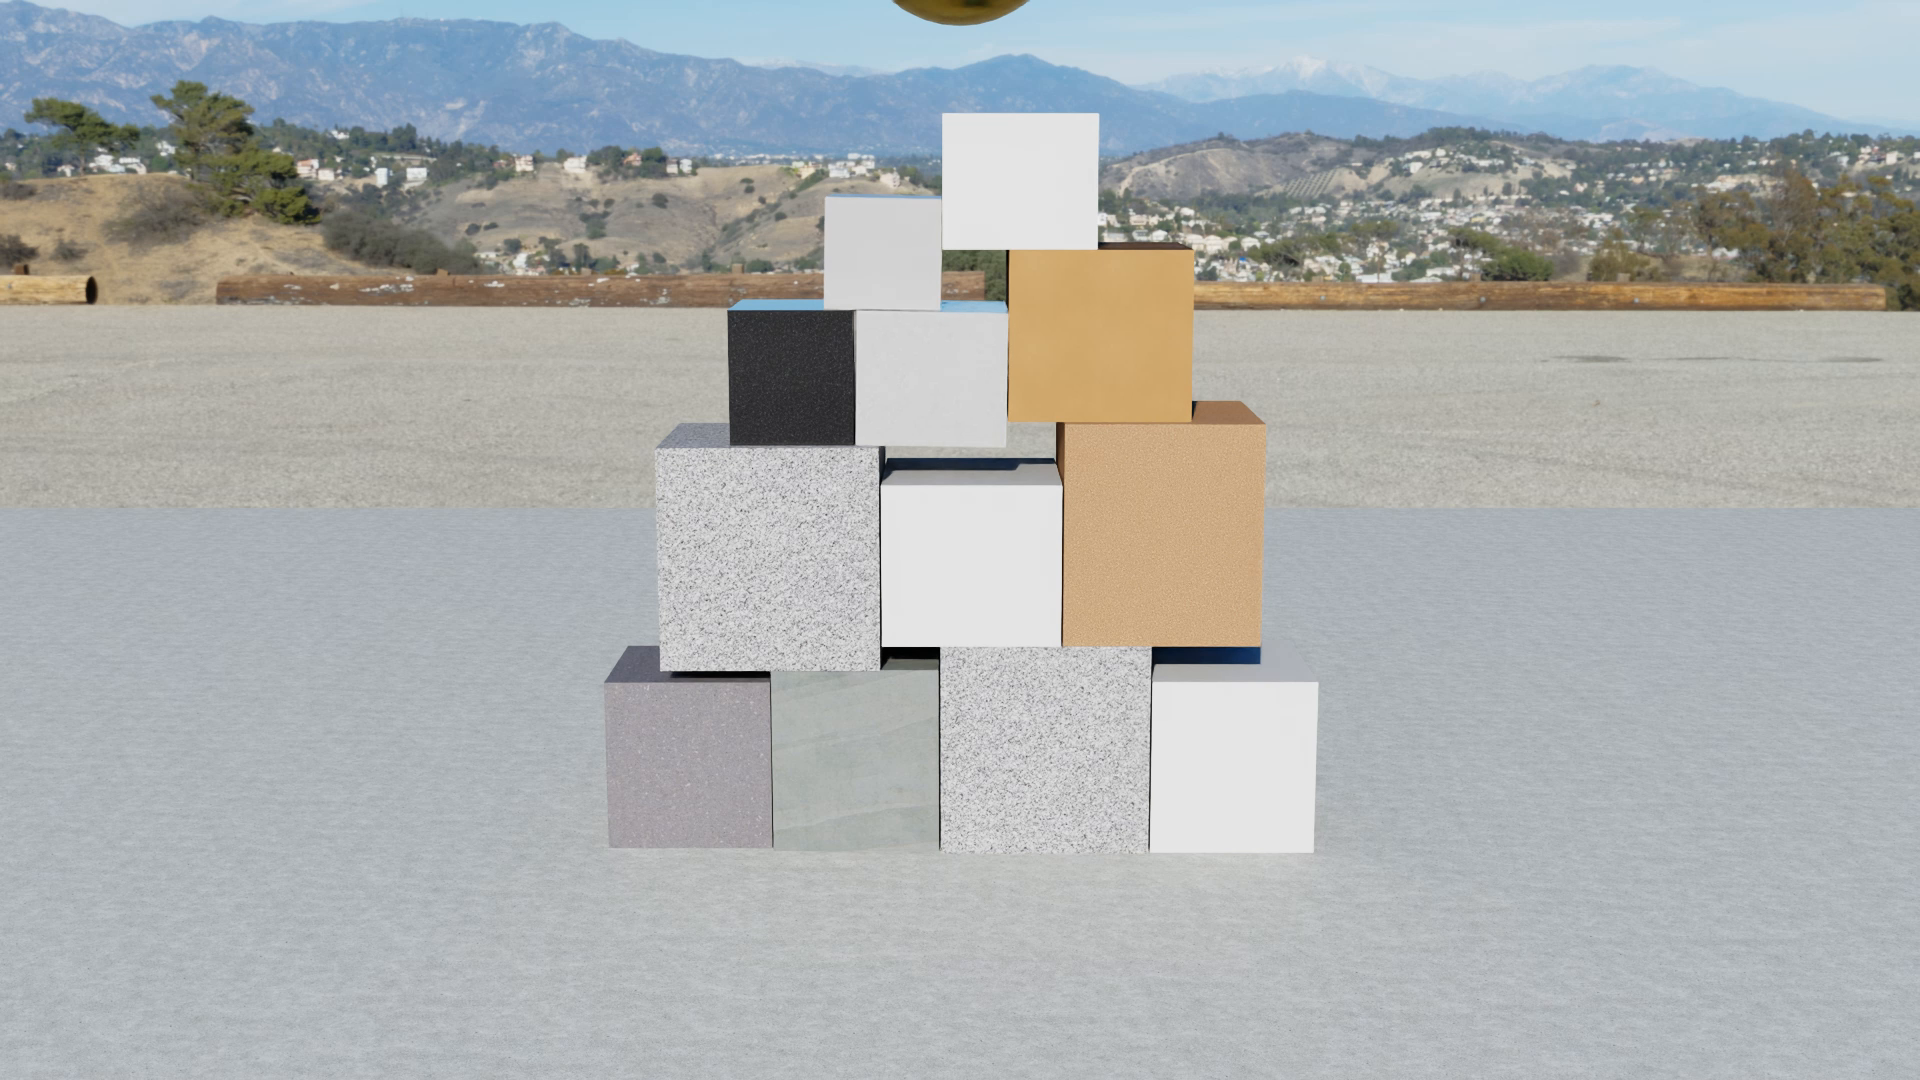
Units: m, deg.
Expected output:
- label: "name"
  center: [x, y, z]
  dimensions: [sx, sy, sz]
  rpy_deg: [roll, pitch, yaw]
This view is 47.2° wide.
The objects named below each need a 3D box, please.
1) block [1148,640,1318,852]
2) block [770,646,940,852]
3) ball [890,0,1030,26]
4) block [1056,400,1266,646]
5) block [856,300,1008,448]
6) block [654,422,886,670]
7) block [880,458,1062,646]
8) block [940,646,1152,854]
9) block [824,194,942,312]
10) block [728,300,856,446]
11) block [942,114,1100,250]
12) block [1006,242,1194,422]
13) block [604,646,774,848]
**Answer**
- label: "block"
  center: [1.356, 1.048, 11.357]
  dimensions: [0.816, 0.876, 0.928]
  rpy_deg: [0, 10, 0]
- label: "block"
  center: [-0.519, 1.016, 11.376]
  dimensions: [0.827, 0.930, 0.931]
  rpy_deg: [0, 10, 0]
- label: "ball"
  center: [0.000, -4.469, 15.607]
  dimensions: [1.600, 1.600, 1.600]
  rpy_deg: [0, 10, 0]
- label: "block"
  center: [0.990, -0.105, 11.168]
  dimensions: [0.969, 1.096, 0.983]
  rpy_deg: [0, 10, 0]
- label: "block"
  center: [-0.136, -0.847, 11.043]
  dimensions: [0.734, 0.654, 0.778]
  rpy_deg: [1, 10, 0]
- label: "block"
  center: [-0.934, 0.014, 11.198]
  dimensions: [1.082, 1.105, 0.968]
  rpy_deg: [0, 10, 0]
- label: "block"
  center: [0.056, 0.045, 11.169]
  dimensions: [0.878, 0.799, 0.943]
  rpy_deg: [0, 10, 0]
- label: "block"
  center: [0.422, 0.953, 11.368]
  dimensions: [1.034, 1.058, 1.008]
  rpy_deg: [0, 10, 0]
- label: "block"
  center: [-0.371, -1.434, 10.913]
  dimensions: [0.565, 0.537, 0.630]
  rpy_deg: [1, 10, 0]
- label: "block"
  center: [-0.820, -0.849, 11.015]
  dimensions: [0.604, 0.658, 0.722]
  rpy_deg: [0, 10, 0]
- label: "block"
  center: [0.289, -1.776, 10.856]
  dimensions: [0.744, 0.643, 0.715]
  rpy_deg: [0, 10, 0]
- label: "block"
  center: [0.680, -1.054, 11.003]
  dimensions: [0.887, 0.830, 0.821]
  rpy_deg: [0, 10, 0]
- label: "block"
  center: [-1.353, 1.055, 11.373]
  dimensions: [0.822, 0.855, 0.813]
  rpy_deg: [0, 10, 0]
